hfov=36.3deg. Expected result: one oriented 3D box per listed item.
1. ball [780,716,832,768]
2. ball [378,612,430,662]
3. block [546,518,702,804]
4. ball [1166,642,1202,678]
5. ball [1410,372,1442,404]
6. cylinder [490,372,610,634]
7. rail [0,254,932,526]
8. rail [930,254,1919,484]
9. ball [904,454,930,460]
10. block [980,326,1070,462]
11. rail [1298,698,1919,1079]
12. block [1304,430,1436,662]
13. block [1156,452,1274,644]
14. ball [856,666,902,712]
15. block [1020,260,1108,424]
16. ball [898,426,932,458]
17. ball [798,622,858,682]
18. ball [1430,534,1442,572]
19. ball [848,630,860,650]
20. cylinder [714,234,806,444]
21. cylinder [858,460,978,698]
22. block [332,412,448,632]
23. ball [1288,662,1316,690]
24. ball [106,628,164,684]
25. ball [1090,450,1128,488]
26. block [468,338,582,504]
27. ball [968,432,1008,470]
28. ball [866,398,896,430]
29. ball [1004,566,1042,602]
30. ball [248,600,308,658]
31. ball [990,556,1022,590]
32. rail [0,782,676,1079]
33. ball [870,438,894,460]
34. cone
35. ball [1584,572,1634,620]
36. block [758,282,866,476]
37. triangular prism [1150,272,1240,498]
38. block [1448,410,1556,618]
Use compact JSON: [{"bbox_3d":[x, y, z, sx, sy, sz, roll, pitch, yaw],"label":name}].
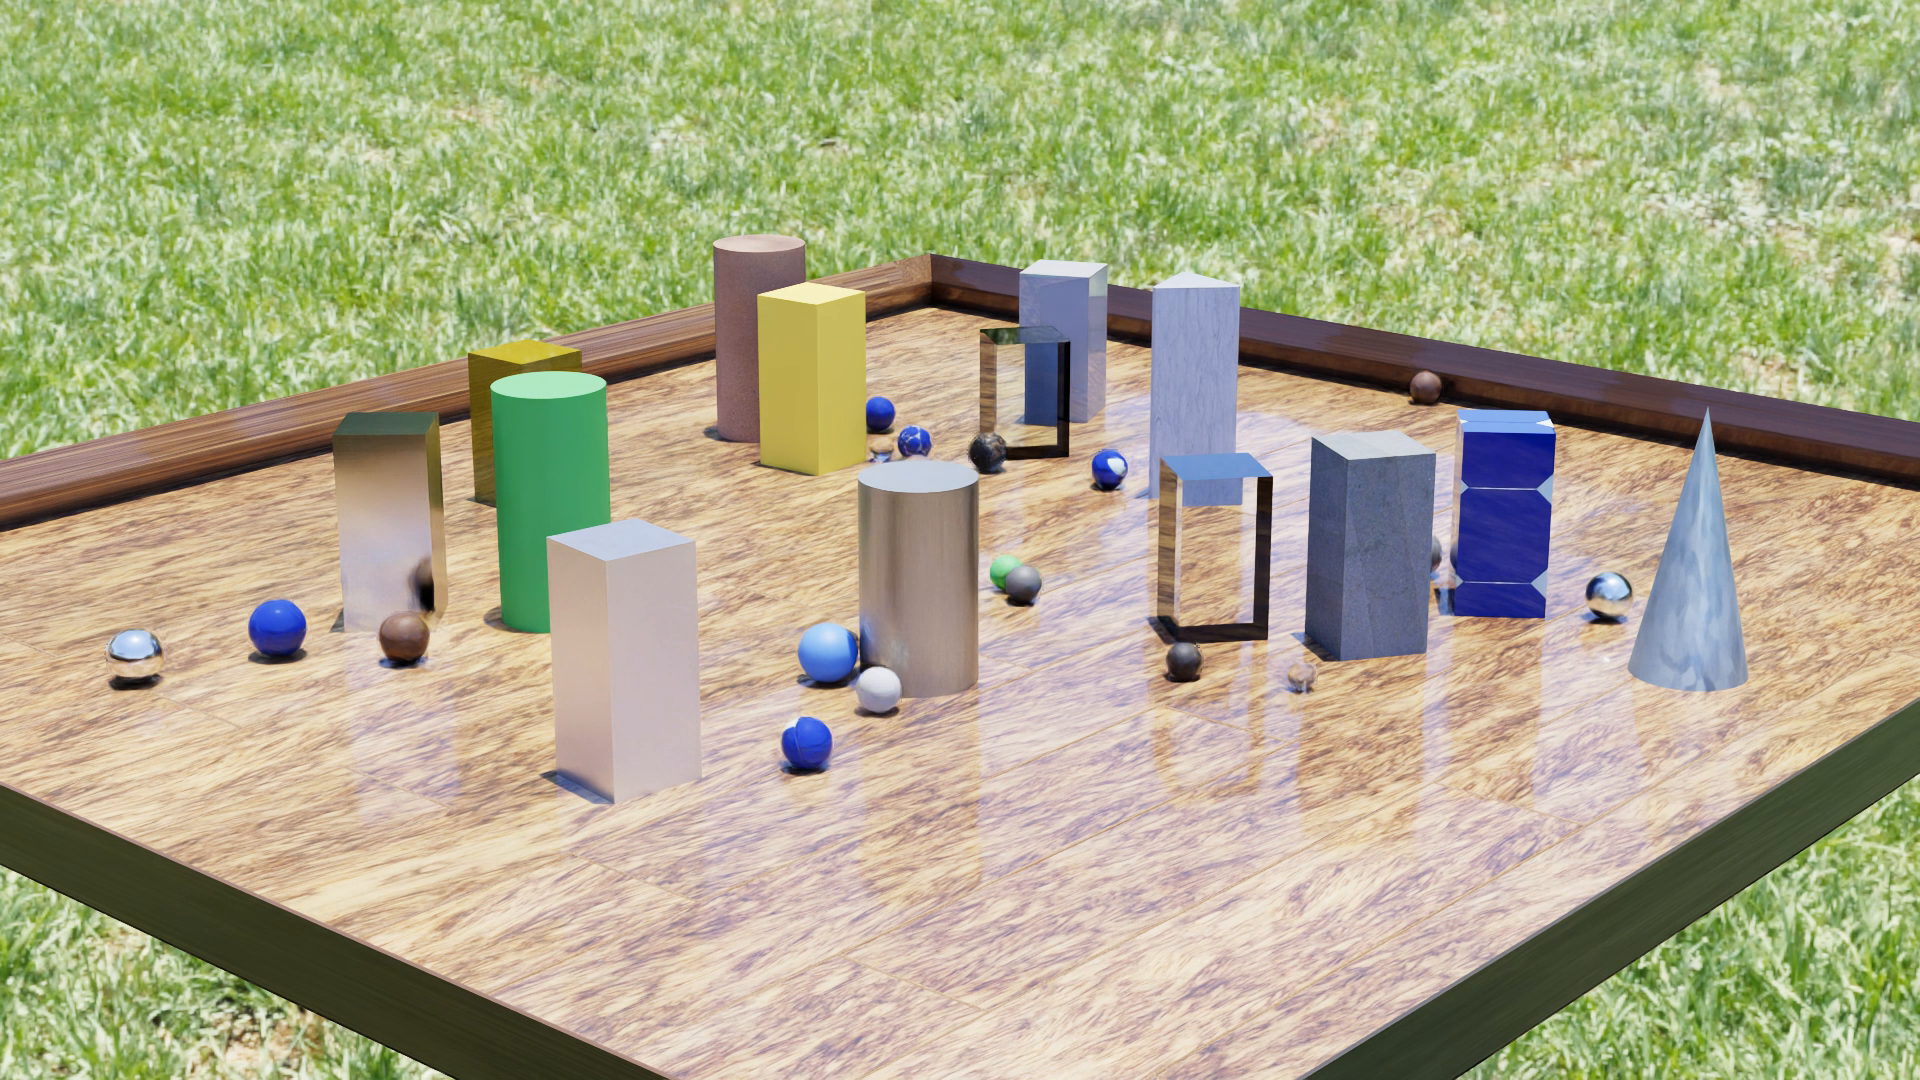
[{"bbox_3d":[-0.226,0.298,4.322,0.077,0.077,0.077,0,17,0],"label":"ball"},{"bbox_3d":[-0.905,0.159,4.774,0.083,0.083,0.083,0,17,0],"label":"ball"},{"bbox_3d":[-0.484,0.172,4.243,0.153,0.363,0.153,-14,22,-38],"label":"block"},{"bbox_3d":[0.359,0.193,4.703,0.058,0.058,0.058,0,17,0],"label":"ball"},{"bbox_3d":[1.022,-0.335,6.430,0.070,0.070,0.070,0,17,0],"label":"ball"},{"bbox_3d":[-0.687,-0.065,4.956,0.191,0.406,0.191,0,17,0],"label":"cylinder"},{"bbox_3d":[-1.217,-0.274,6.132,0.045,0.124,3.536,14,22,39],"label":"rail"},{"bbox_3d":[1.144,-0.350,6.381,3.270,0.124,0.045,14,22,39],"label":"rail"},{"bbox_3d":[-0.083,-0.128,5.731,0.078,0.078,0.078,0,17,0],"label":"ball"},{"bbox_3d":[0.132,-0.302,6.024,0.153,0.242,0.153,-4,17,-12],"label":"block"},{"bbox_3d":[1.217,0.337,4.109,0.045,0.124,3.536,14,22,39],"label":"rail"},{"bbox_3d":[0.673,0.008,4.826,0.153,0.341,0.153,-5,17,-15],"label":"block"},{"bbox_3d":[0.425,0.013,4.908,0.153,0.283,0.153,-3,17,-10],"label":"block"},{"bbox_3d":[-0.126,0.232,4.551,0.071,0.071,0.071,0,17,0],"label":"ball"},{"bbox_3d":[0.222,-0.429,6.316,0.153,0.317,0.153,5,18,17],"label":"block"},{"bbox_3d":[-0.092,-0.197,5.971,0.072,0.072,0.072,0,17,0],"label":"ball"},{"bbox_3d":[-0.212,0.179,4.684,0.096,0.096,0.096,0,17,0],"label":"ball"},{"bbox_3d":[0.821,0.024,5.226,0.080,0.080,0.080,0,17,0],"label":"ball"},{"bbox_3d":[-0.186,0.171,4.798,0.046,0.046,0.046,0,17,0],"label":"ball"},{"bbox_3d":[-0.417,-0.423,6.144,0.191,0.404,0.191,0,17,0],"label":"cylinder"},{"bbox_3d":[-0.066,0.060,4.661,0.191,0.336,0.191,0,17,0],"label":"cylinder"},{"bbox_3d":[-0.960,-0.031,4.953,0.153,0.342,0.153,0,17,-2],"label":"block"},{"bbox_3d":[0.542,0.216,4.649,0.045,0.045,0.045,0,17,0],"label":"ball"},{"bbox_3d":[-1.315,0.185,4.677,0.089,0.089,0.089,0,17,0],"label":"ball"},{"bbox_3d":[0.295,-0.140,5.779,0.073,0.073,0.073,0,17,0],"label":"ball"},{"bbox_3d":[-0.836,-0.222,5.672,0.153,0.292,0.153,14,21,38],"label":"block"},{"bbox_3d":[0.057,-0.178,5.898,0.078,0.078,0.078,0,17,0],"label":"ball"},{"bbox_3d":[-0.172,-0.266,6.201,0.071,0.071,0.071,0,17,0],"label":"ball"},{"bbox_3d":[0.110,0.075,5.081,0.064,0.064,0.064,0,17,0],"label":"ball"},{"bbox_3d":[-1.117,0.144,4.799,0.095,0.095,0.095,0,17,0],"label":"ball"},{"bbox_3d":[0.082,0.057,5.146,0.062,0.062,0.062,0,17,0],"label":"ball"},{"bbox_3d":[-1.144,0.412,3.860,3.270,0.124,0.045,14,22,39],"label":"rail"},{"bbox_3d":[-0.159,-0.186,5.973,0.048,0.048,0.048,0,17,0],"label":"ball"},{"bbox_3d":[1.176,0.001,4.674,0.191,0.442,0.191,0,17,0],"label":"cone"},{"bbox_3d":[1.104,0.094,4.989,0.081,0.081,0.081,0,17,0],"label":"ball"},{"bbox_3d":[-0.297,-0.326,5.918,0.153,0.350,0.153,12,21,35],"label":"block"},{"bbox_3d":[0.446,-0.304,5.725,0.166,0.418,0.144,-2,17,-5],"label":"triangular prism"},{"bbox_3d":[0.928,-0.046,5.033,0.153,0.325,0.153,1,17,5],"label":"block"}]
